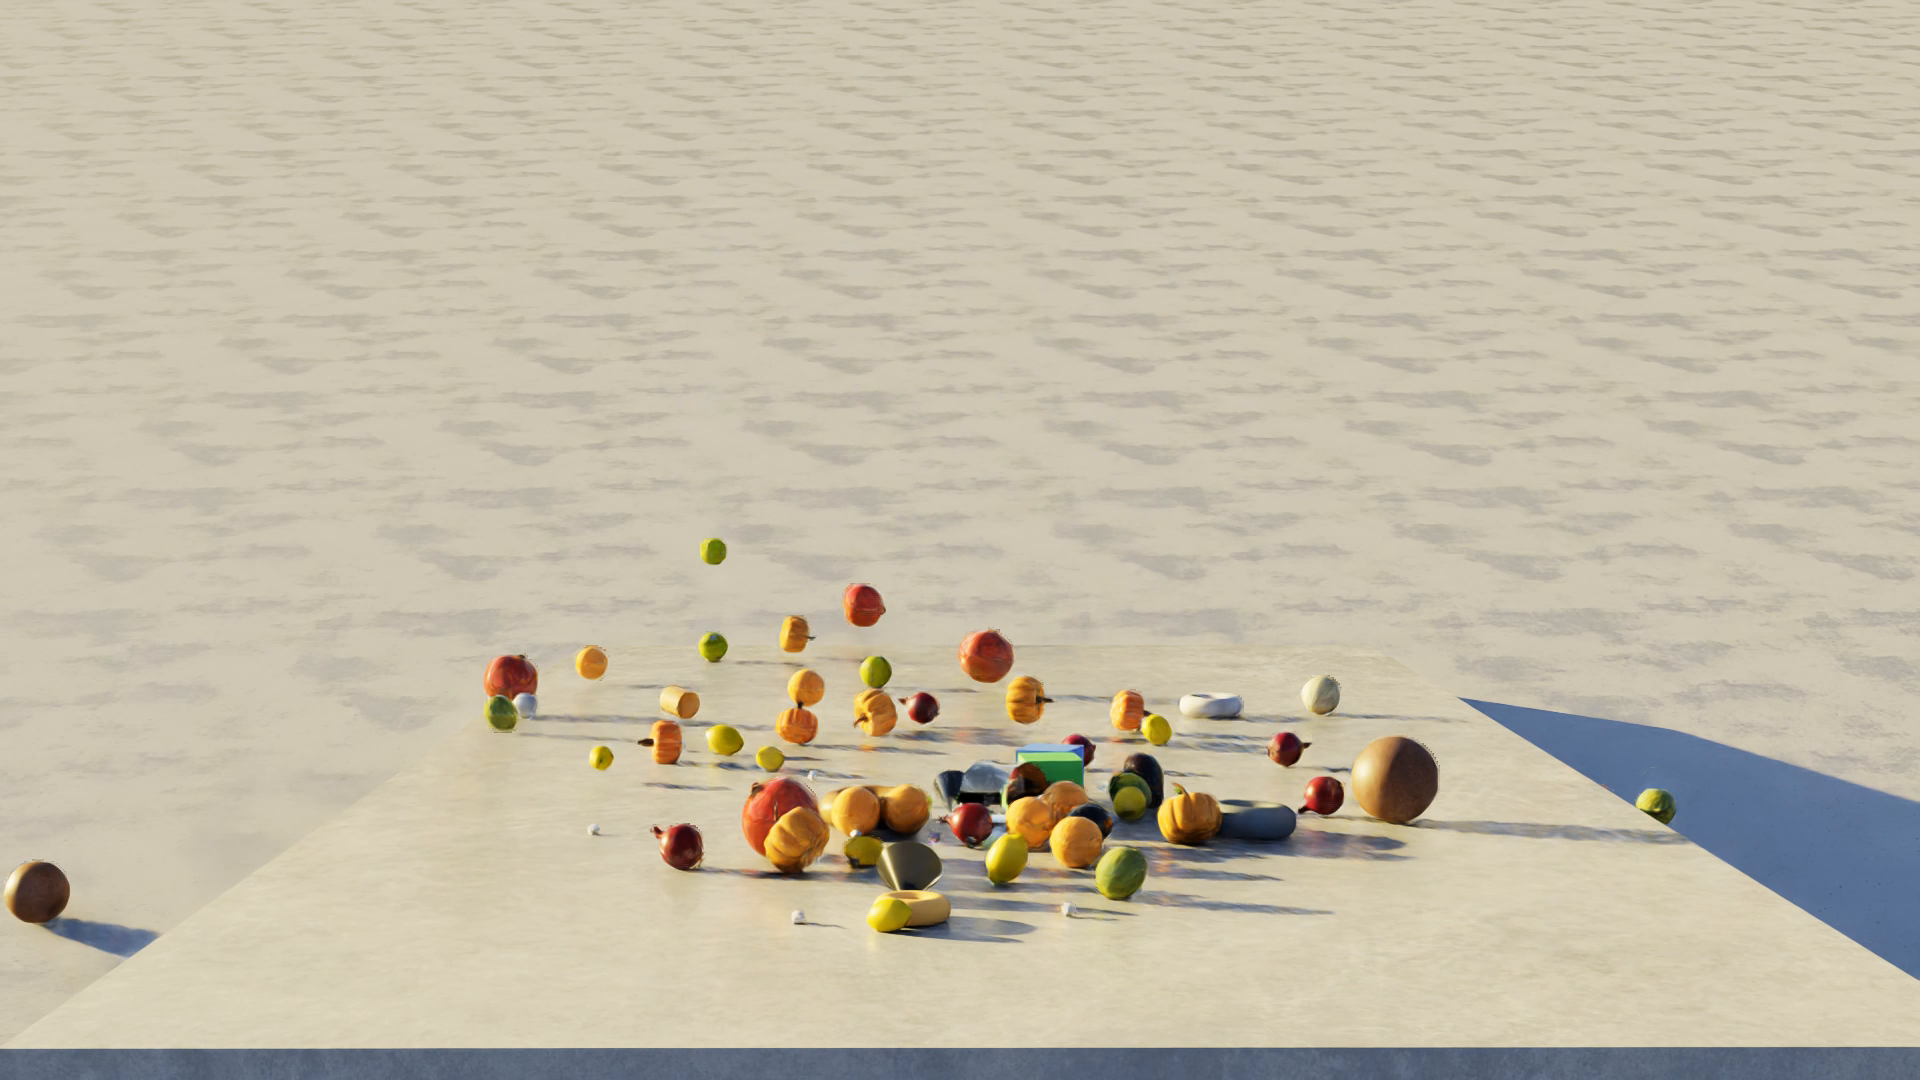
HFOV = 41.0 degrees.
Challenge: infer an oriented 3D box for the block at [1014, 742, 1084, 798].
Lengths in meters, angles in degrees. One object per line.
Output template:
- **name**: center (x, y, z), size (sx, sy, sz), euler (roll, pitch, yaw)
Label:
- **block**: center (0.141, 0.369, 4.057), size (0.084, 0.084, 0.084), euler (1, 4, 22)

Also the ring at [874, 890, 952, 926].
- **ring**: center (-0.058, 0.450, 3.136), size (0.096, 0.032, 0.096), euler (1, 2, 0)

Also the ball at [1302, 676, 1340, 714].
- **ball**: center (0.721, 0.310, 5.130), size (0.076, 0.076, 0.076), euler (0, 21, 0)

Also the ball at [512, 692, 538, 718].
- **ball**: center (-0.859, 0.327, 5.077), size (0.051, 0.051, 0.051), euler (0, 21, 0)

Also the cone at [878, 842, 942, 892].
- **cone**: center (-0.067, 0.440, 3.254), size (0.083, 0.083, 0.083), euler (1, 30, 3)

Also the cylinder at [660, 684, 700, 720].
- **cylinder**: center (-0.544, 0.315, 4.992), size (0.055, 0.055, 0.055), euler (-19, 30, -41)

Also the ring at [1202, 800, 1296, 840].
- **ring**: center (0.420, 0.407, 3.739), size (0.139, 0.046, 0.139), euler (3, 1, 0)

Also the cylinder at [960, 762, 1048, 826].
- **cylinder**: center (0.066, 0.376, 3.820), size (0.092, 0.092, 0.092), euler (-2, 14, 44)

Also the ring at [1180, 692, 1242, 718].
- **ring**: center (0.498, 0.329, 5.106), size (0.124, 0.041, 0.124), euler (0, 4, 0)

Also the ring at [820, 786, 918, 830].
- **ring**: center (-0.137, 0.400, 3.844), size (0.146, 0.049, 0.146), euler (-1, 4, 0)

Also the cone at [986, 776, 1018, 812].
- **cone**: center (0.066, 0.404, 3.963), size (0.058, 0.058, 0.058), euler (1, 30, 3)

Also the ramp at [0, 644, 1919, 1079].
- **ramp**: center (0.048, 0.434, 4.532), size (2.000, 0.100, 4.000), euler (0, 3, 0)

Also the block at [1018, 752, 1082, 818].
- **block**: center (0.138, 0.375, 3.935), size (0.087, 0.087, 0.087), euler (0, 3, -7)
